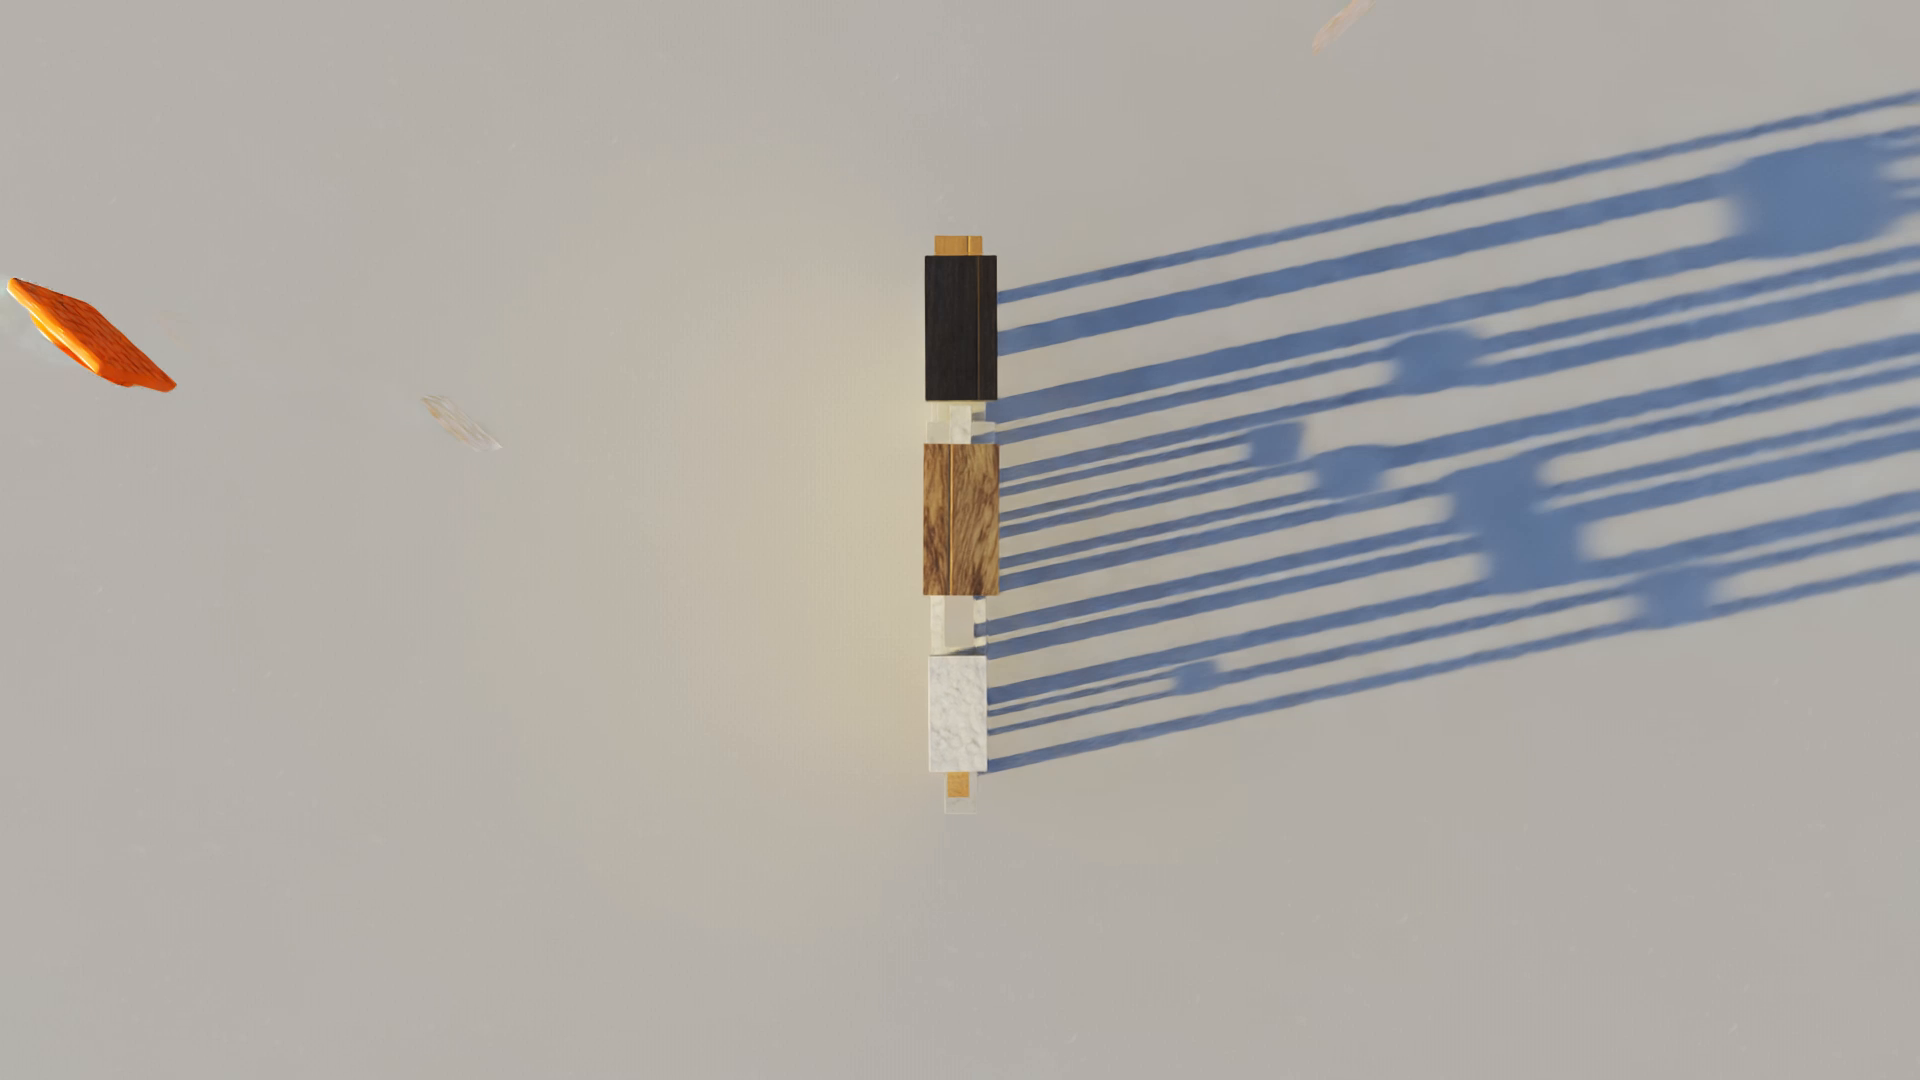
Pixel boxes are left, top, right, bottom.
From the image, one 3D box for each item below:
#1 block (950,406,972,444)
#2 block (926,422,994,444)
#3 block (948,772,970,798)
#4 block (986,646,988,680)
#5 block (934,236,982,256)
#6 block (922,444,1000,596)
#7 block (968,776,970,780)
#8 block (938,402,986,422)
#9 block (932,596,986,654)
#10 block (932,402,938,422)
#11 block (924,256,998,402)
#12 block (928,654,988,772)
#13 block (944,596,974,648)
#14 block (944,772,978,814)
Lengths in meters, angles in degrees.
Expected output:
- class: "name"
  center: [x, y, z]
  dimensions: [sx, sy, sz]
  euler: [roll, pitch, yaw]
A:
- class: "block"
  center: [0.001, -0.279, 4.072]
  dimensions: [0.053, 0.015, 0.105]
  euler: [1, 90, 0]
- class: "block"
  center: [0.001, -0.126, 4.210]
  dimensions: [0.175, 0.049, 0.349]
  euler: [0, 90, 0]
- class: "block"
  center: [-0.005, 0.628, 4.400]
  dimensions: [0.057, 0.016, 0.114]
  euler: [-1, 90, 0]
- class: "block"
  center: [0.004, 0.468, 4.914]
  dimensions: [0.153, 0.043, 0.306]
  euler: [0, 90, 0]
- class: "block"
  center: [-0.005, -0.694, 4.479]
  dimensions: [0.129, 0.037, 0.258]
  euler: [0, 90, 0]
- class: "block"
  center: [0.003, -0.047, 3.812]
  dimensions: [0.174, 0.049, 0.348]
  euler: [0, 90, 0]
- class: "block"
  center: [-0.004, 0.666, 4.685]
  dimensions: [0.057, 0.553, 0.016]
  euler: [0, 90, 0]
- class: "block"
  center: [0.004, -0.433, 4.384]
  dimensions: [0.128, 0.036, 0.256]
  euler: [0, 90, 0]
- class: "block"
  center: [-0.003, 0.193, 4.352]
  dimensions: [0.144, 0.041, 0.289]
  euler: [0, 90, 0]
- class: "block"
  center: [-0.004, -0.512, 5.141]
  dimensions: [0.168, 0.048, 0.336]
  euler: [0, 90, 0]
- class: "block"
  center: [0.002, -0.511, 3.993]
  dimensions: [0.174, 0.049, 0.348]
  euler: [0, 90, 0]
- class: "block"
  center: [-0.005, 0.422, 4.030]
  dimensions: [0.141, 0.040, 0.282]
  euler: [0, 90, 0]
- class: "block"
  center: [-0.003, 0.197, 4.173]
  dimensions: [0.074, 0.021, 0.148]
  euler: [-1, 90, 0]
- class: "block"
  center: [0.003, 0.726, 4.976]
  dimensions: [0.098, 0.028, 0.196]
  euler: [0, 90, 0]
